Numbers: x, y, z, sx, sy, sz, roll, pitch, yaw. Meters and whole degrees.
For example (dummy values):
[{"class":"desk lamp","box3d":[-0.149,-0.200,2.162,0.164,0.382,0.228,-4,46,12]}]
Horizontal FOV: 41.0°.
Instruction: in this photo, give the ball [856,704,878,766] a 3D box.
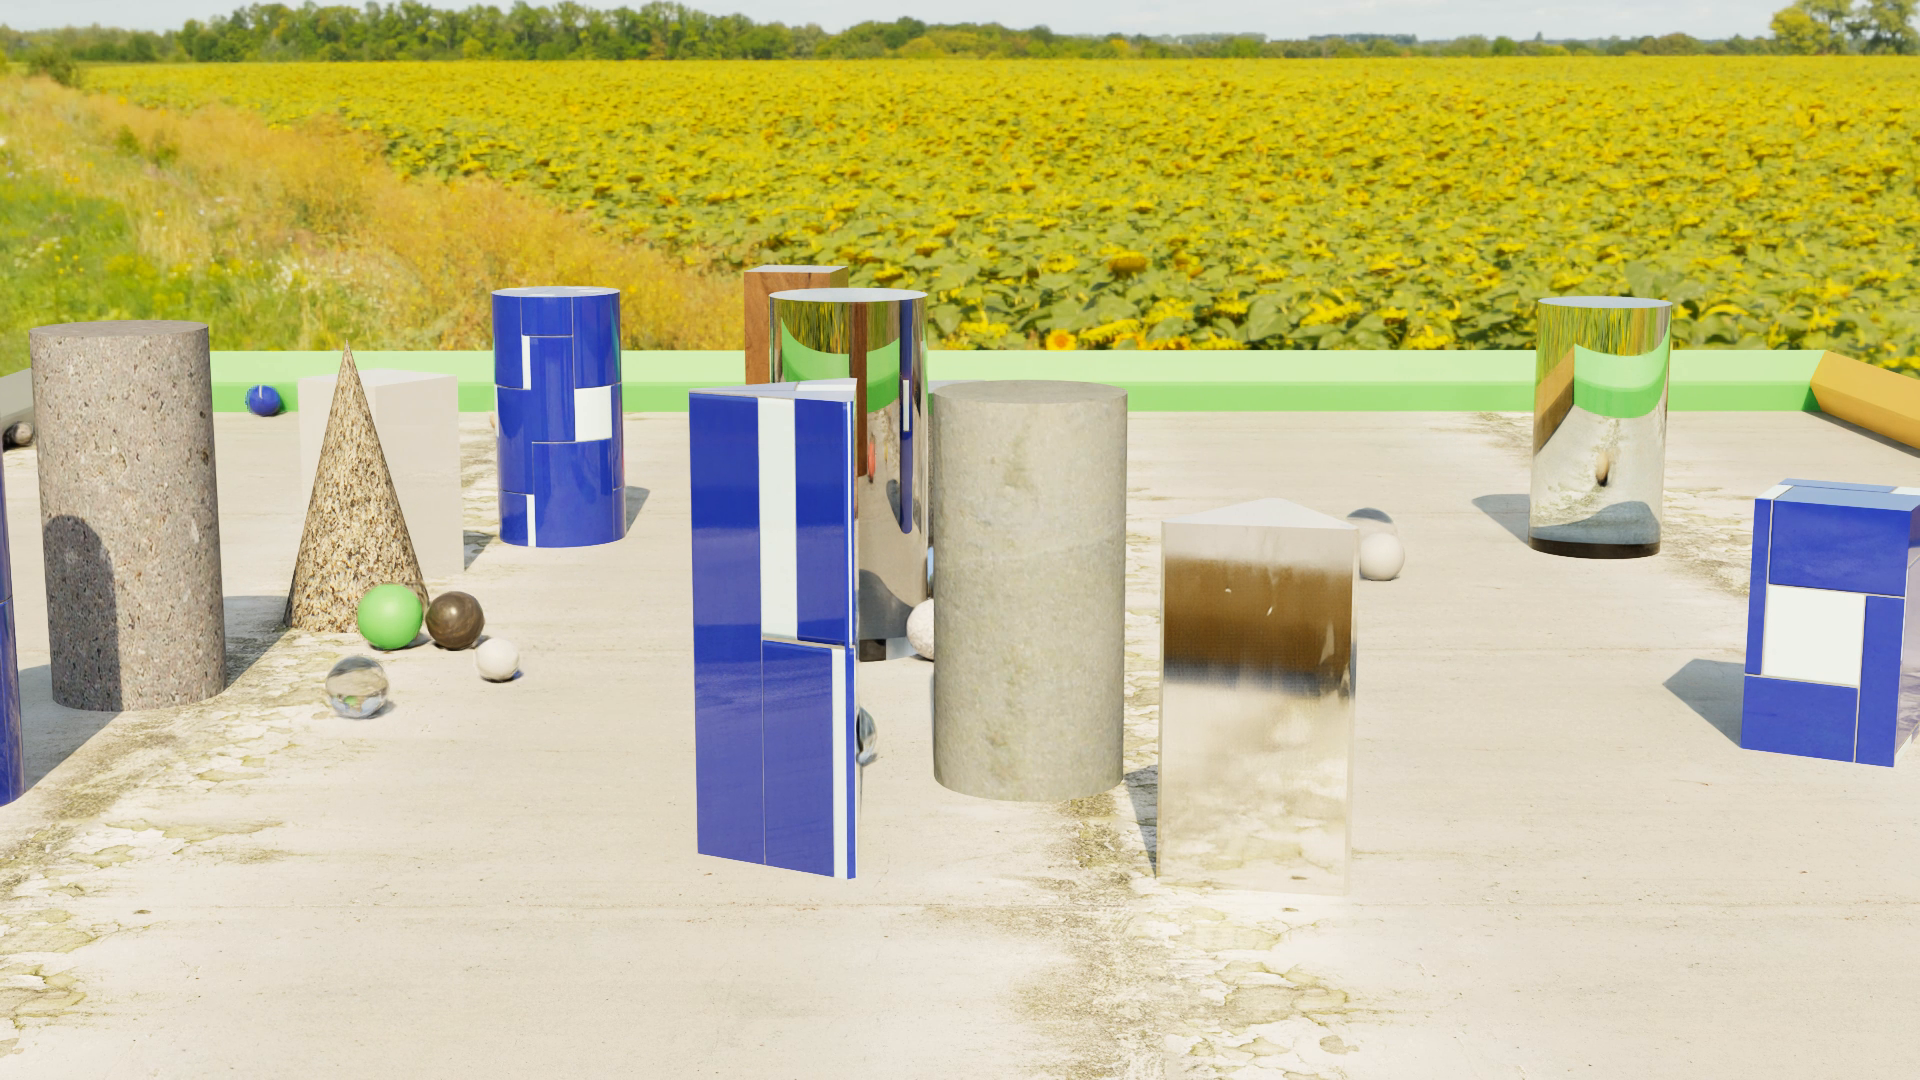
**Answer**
[{"class":"ball","box3d":[-0.121,0.204,2.691,0.069,0.069,0.069,0,10,0]}]

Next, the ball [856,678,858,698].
[{"class":"ball","box3d":[-0.155,0.165,2.866,0.083,0.083,0.083,0,10,0]}]

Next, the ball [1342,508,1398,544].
[{"class":"ball","box3d":[0.597,-0.004,3.761,0.089,0.089,0.089,0,10,0]}]

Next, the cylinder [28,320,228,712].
[{"class":"cylinder","box3d":[-0.965,-0.033,2.984,0.197,0.428,0.197,0,10,0]}]

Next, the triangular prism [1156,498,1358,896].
[{"class":"triangular prism","box3d":[0.276,0.137,2.336,0.171,0.331,0.148,2,11,12]}]

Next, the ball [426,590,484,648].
[{"class":"ball","box3d":[-0.637,0.101,3.239,0.073,0.073,0.073,0,10,0]}]

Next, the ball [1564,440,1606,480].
[{"class":"ball","box3d":[1.111,-0.142,4.559,0.070,0.070,0.070,0,10,0]}]

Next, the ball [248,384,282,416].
[{"class":"ball","box3d":[-1.457,-0.292,5.376,0.067,0.067,0.067,0,10,0]}]

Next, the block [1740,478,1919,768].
[{"class":"block","box3d":[0.950,0.085,2.773,0.158,0.273,0.158,6,12,29]}]

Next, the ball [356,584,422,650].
[{"class":"ball","box3d":[-0.719,0.097,3.236,0.082,0.082,0.082,0,10,0]}]

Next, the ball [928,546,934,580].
[{"class":"ball","box3d":[-0.025,0.049,3.487,0.084,0.084,0.084,0,10,0]}]

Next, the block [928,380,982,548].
[{"class":"block","box3d":[-0.030,-0.119,3.968,0.158,0.239,0.158,-1,11,-8]}]

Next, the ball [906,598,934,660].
[{"class":"ball","box3d":[-0.028,0.111,3.176,0.077,0.077,0.077,0,10,0]}]

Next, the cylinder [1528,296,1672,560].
[{"class":"cylinder","box3d":[0.969,-0.173,3.889,0.197,0.375,0.197,0,10,0]}]

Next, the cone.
[{"class":"cone","box3d":[-0.803,-0.081,3.394,0.197,0.375,0.197,0,10,0]}]

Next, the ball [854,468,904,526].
[{"class":"ball","box3d":[-0.135,-0.069,4.100,0.093,0.093,0.093,0,10,0]}]

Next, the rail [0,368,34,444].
[{"class":"rail","box3d":[-1.828,0.035,3.438,0.045,0.128,4.071,0,10,0]}]

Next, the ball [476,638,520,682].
[{"class":"ball","box3d":[-0.553,0.143,3.069,0.053,0.053,0.053,0,10,0]}]

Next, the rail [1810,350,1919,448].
[{"class":"rail","box3d":[1.828,0.031,3.459,0.045,0.128,4.071,0,10,0]}]

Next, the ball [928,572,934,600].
[{"class":"ball","box3d":[0.005,0.070,3.335,0.099,0.099,0.099,0,10,0]}]

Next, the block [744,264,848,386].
[{"class":"block","box3d":[-0.297,-0.315,4.692,0.158,0.361,0.158,2,11,10]}]

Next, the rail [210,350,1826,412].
[{"class":"rail","box3d":[-0.012,-0.333,5.427,3.704,0.128,0.045,0,10,0]}]

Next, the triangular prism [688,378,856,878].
[{"class":"triangular prism","box3d":[-0.136,0.074,2.389,0.171,0.436,0.148,6,12,28]}]

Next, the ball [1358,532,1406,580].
[{"class":"ball","box3d":[0.601,0.023,3.668,0.070,0.070,0.070,0,10,0]}]

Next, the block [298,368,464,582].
[{"class":"block","box3d":[-0.830,-0.091,3.683,0.158,0.288,0.158,7,13,34]}]

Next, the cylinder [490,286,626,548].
[{"class":"cylinder","box3d":[-0.622,-0.194,3.980,0.197,0.383,0.197,0,10,0]}]

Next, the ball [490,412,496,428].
[{"class":"ball","box3d":[-0.929,-0.243,5.180,0.042,0.042,0.042,0,10,0]}]

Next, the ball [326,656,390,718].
[{"class":"ball","box3d":[-0.680,0.166,2.895,0.070,0.070,0.070,0,10,0]}]

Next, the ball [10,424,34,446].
[{"class":"ball","box3d":[-1.814,-0.203,4.958,0.044,0.044,0.044,0,10,0]}]

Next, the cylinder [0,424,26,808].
[{"class":"cylinder","box3d":[-1.045,0.025,2.541,0.197,0.477,0.197,0,10,0]}]

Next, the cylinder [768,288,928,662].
[{"class":"cylinder","box3d":[-0.138,-0.085,3.222,0.197,0.445,0.197,0,10,0]}]

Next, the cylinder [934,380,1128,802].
[{"class":"cylinder","box3d":[0.071,0.047,2.629,0.197,0.401,0.197,0,10,0]}]
